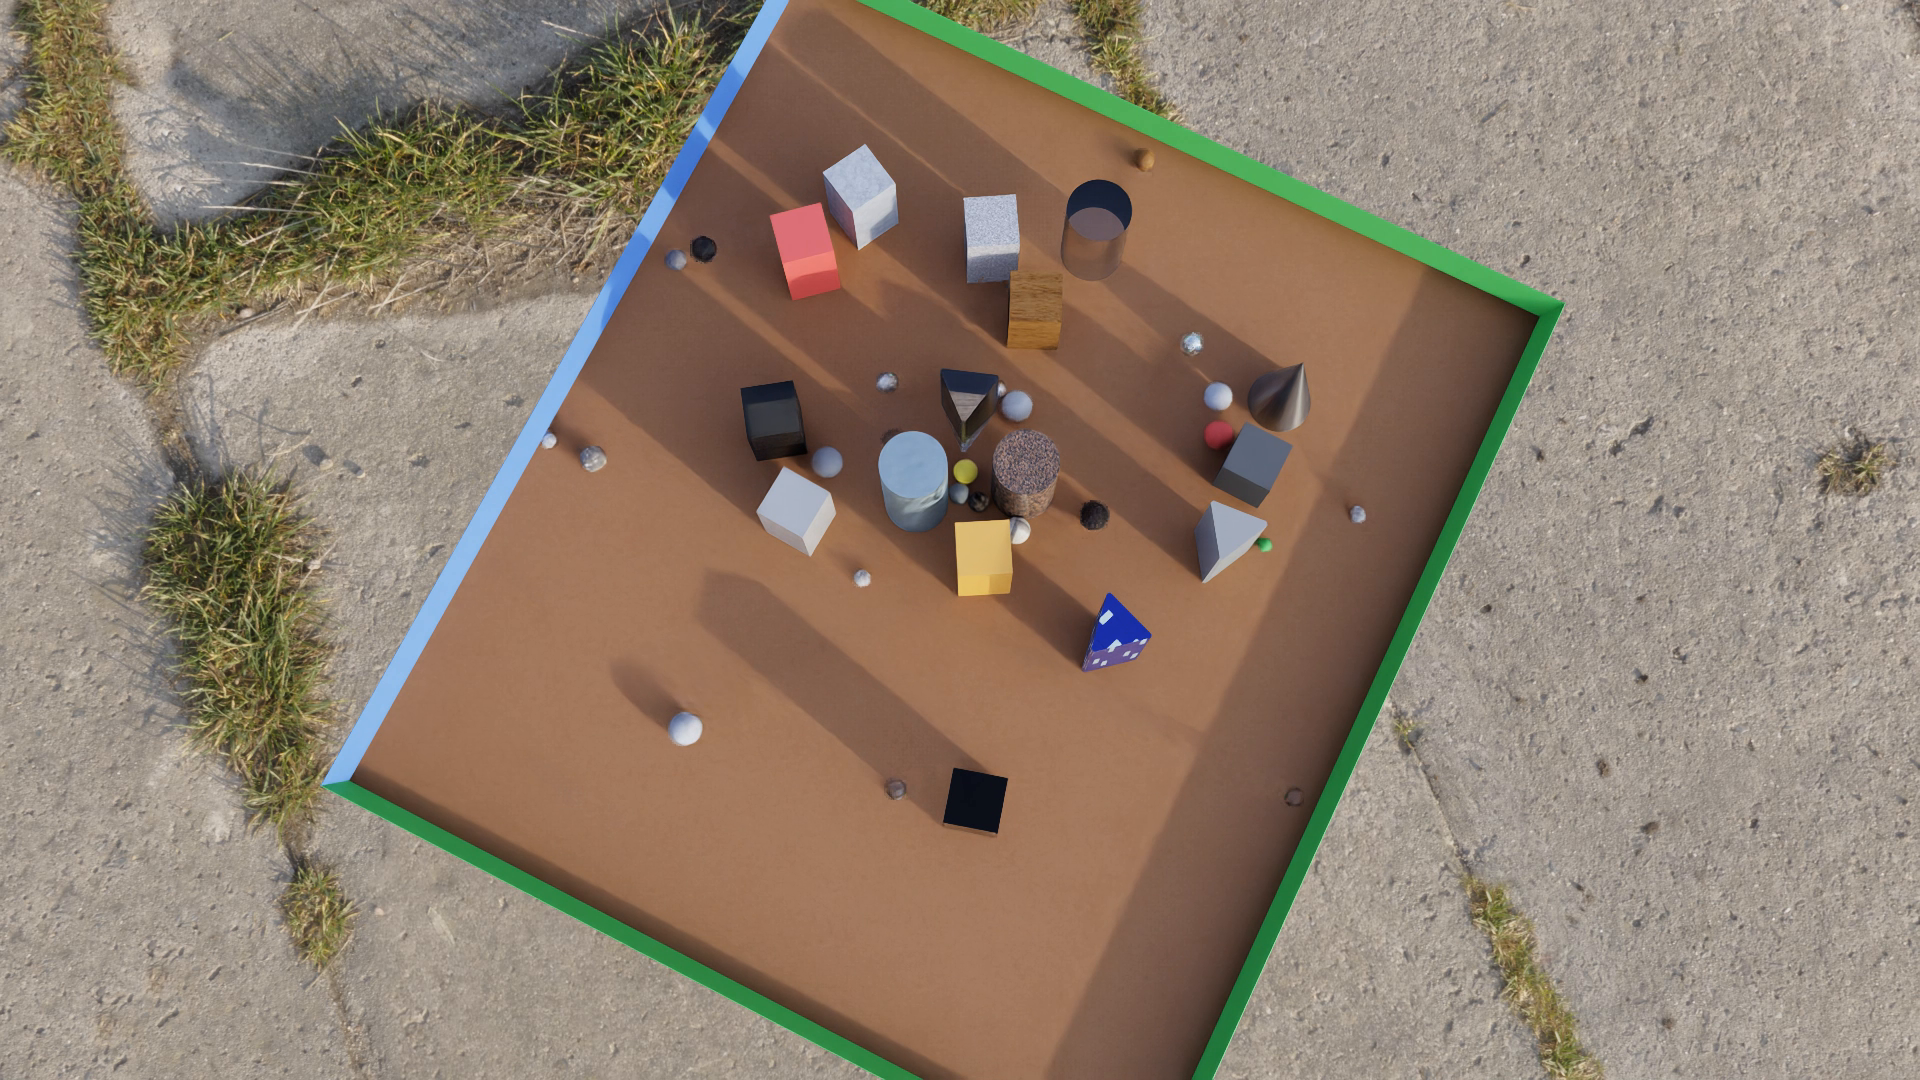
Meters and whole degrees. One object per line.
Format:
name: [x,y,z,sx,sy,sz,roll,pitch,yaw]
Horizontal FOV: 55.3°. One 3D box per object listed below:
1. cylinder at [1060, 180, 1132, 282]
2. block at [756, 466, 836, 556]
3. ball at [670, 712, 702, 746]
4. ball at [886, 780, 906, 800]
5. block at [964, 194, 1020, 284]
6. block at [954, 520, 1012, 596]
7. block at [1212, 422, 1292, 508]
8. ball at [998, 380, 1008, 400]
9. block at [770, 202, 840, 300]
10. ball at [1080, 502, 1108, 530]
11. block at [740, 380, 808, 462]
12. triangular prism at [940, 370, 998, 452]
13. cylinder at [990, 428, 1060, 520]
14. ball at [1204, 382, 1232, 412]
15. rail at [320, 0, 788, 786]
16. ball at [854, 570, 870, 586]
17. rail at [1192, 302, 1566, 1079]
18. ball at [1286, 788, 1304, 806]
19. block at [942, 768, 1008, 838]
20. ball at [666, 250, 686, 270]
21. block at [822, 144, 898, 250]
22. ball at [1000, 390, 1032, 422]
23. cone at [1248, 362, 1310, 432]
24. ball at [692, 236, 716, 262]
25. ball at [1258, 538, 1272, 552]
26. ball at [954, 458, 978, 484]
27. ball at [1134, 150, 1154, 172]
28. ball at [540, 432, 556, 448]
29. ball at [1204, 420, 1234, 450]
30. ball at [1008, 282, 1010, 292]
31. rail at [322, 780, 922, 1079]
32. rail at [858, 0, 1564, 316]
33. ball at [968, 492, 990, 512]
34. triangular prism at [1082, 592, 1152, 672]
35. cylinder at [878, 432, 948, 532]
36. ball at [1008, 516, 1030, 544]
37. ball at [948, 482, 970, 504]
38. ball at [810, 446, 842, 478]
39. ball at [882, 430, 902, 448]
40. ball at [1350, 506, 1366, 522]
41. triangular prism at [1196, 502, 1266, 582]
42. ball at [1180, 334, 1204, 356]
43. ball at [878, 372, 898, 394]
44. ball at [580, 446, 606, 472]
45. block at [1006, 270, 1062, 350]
cylinder: [0.416,-0.949,5.636,0.196,0.347,0.196,0,78,0]
block: [-0.487,-0.082,5.488,0.157,0.286,0.157,29,80,6]
ball: [-0.815,0.561,5.450,0.098,0.098,0.098,0,78,0]
ball: [-0.188,0.739,5.433,0.060,0.060,0.060,0,78,0]
block: [0.095,-0.924,5.646,0.157,0.318,0.157,-4,78,-1]
block: [0.068,0.056,5.435,0.157,0.334,0.157,-3,78,-1]
block: [0.882,-0.225,5.543,0.157,0.236,0.157,28,80,5]
ball: [0.118,-0.466,5.682,0.061,0.061,0.061,0,78,0]
block: [-0.472,-0.882,5.629,0.157,0.333,0.157,-15,79,-3]
ball: [0.408,-0.072,5.586,0.088,0.088,0.088,0,78,0]
block: [-0.561,-0.358,5.552,0.157,0.272,0.157,-9,78,-2]
triangular prism: [0.003,-0.418,5.519,0.147,0.360,0.170,36,81,7]
cylinder: [0.192,-0.192,5.480,0.196,0.345,0.196,0,78,0]
ball: [0.797,-0.442,5.663,0.088,0.088,0.088,0,78,0]
rail: [-1.175,-0.569,5.668,0.045,0.127,2.987,26,80,5]
ball: [-0.296,0.116,5.567,0.051,0.051,0.051,0,78,0]
rail: [1.175,0.582,5.430,0.045,0.127,2.987,26,80,5]
ball: [0.993,0.762,5.430,0.057,0.057,0.057,0,78,0]
block: [0.044,0.763,5.308,0.157,0.296,0.157,11,79,2]
ball: [-0.892,-0.882,5.766,0.065,0.065,0.065,0,78,0]
block: [-0.304,-1.058,5.673,0.157,0.318,0.157,-35,80,-7]
ball: [0.174,-0.413,5.653,0.096,0.096,0.096,0,78,0]
cone: [0.994,-0.473,5.505,0.196,0.411,0.196,0,78,0]
ball: [-0.805,-0.915,5.766,0.079,0.079,0.079,0,78,0]
ball: [0.928,0.014,5.592,0.041,0.041,0.041,0,78,0]
ball: [0.017,-0.211,5.621,0.076,0.076,0.076,0,78,0]
ball: [0.586,-1.208,5.833,0.066,0.066,0.066,0,78,0]
ball: [-1.269,-0.309,5.656,0.049,0.049,0.049,0,78,0]
ball: [0.796,-0.320,5.636,0.092,0.092,0.092,0,78,0]
ball: [0.177,-0.793,5.750,0.059,0.059,0.059,0,78,0]
rail: [-0.657,1.294,5.283,2.675,0.127,0.045,26,80,5]
rail: [0.657,-1.281,5.815,2.675,0.127,0.045,26,80,5]
ball: [0.057,-0.117,5.608,0.065,0.065,0.065,0,78,0]
triangular prism: [0.434,0.263,5.337,0.170,0.440,0.147,-13,79,-3]
cylinder: [-0.133,-0.166,5.413,0.196,0.466,0.196,0,78,0]
ball: [0.172,-0.029,5.579,0.085,0.085,0.085,0,78,0]
ball: [-0.003,-0.143,5.612,0.067,0.067,0.067,0,78,0]
ball: [-0.409,-0.238,5.617,0.096,0.096,0.096,0,78,0]
ball: [-0.196,-0.293,5.631,0.091,0.091,0.091,0,78,0]
ball: [1.217,-0.080,5.609,0.047,0.047,0.047,0,78,0]
triangular prism: [0.766,-0.015,5.425,0.170,0.381,0.147,-37,81,-7]
ball: [0.721,-0.608,5.706,0.072,0.072,0.072,0,78,0]
ball: [-0.222,-0.488,5.684,0.066,0.066,0.066,0,78,0]
ball: [-1.127,-0.251,5.627,0.081,0.081,0.081,0,78,0]
block: [0.228,-0.702,5.622,0.157,0.274,0.157,2,78,0]
